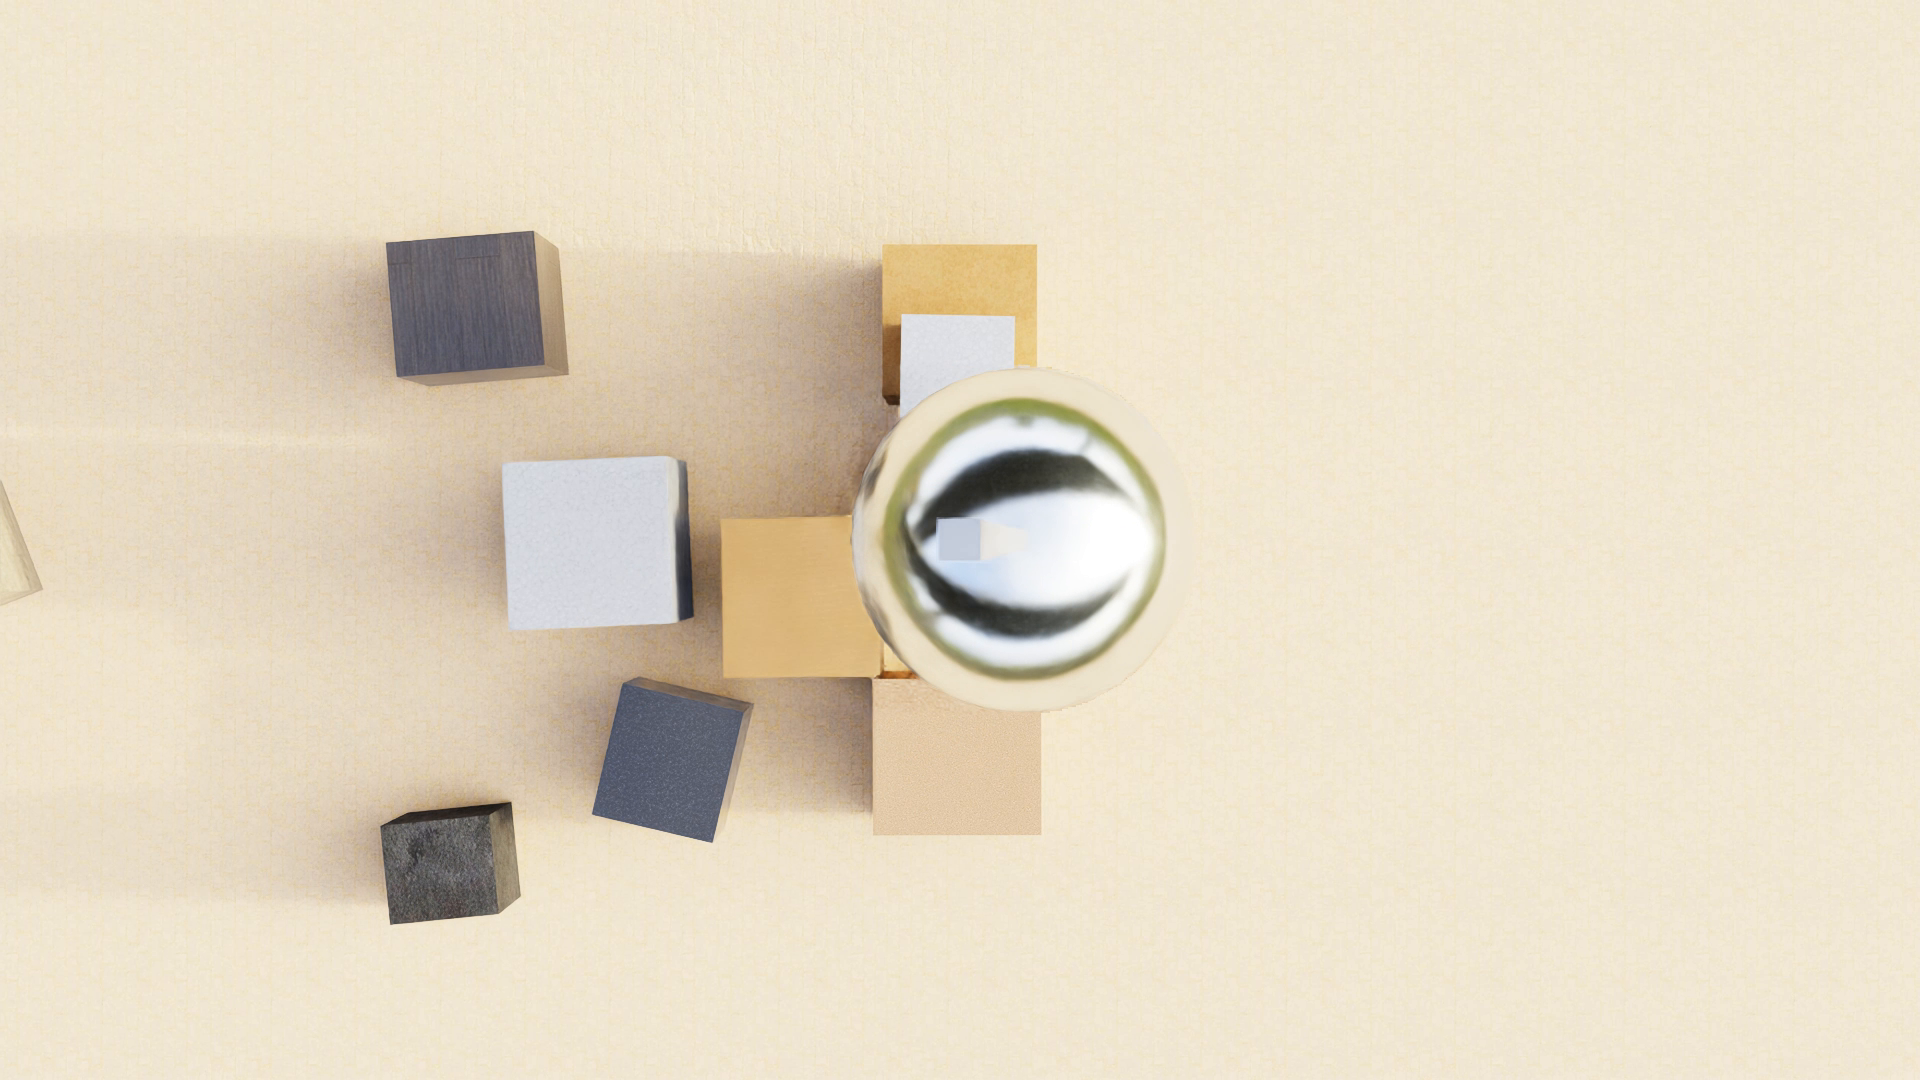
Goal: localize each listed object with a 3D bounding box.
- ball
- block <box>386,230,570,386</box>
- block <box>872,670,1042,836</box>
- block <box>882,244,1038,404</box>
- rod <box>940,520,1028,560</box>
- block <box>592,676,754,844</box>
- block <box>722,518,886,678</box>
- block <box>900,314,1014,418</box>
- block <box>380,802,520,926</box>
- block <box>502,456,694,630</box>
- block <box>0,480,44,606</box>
[{"bbox_3d":[0.290,0.000,10.199,1.600,1.600,1.600,0,90,0],"label":"ball"},{"bbox_3d":[-2.755,-1.316,12.621,0.829,0.758,0.752,-5,90,0],"label":"block"},{"bbox_3d":[-0.015,1.203,12.580,0.931,0.840,0.861,0,90,0],"label":"block"},{"bbox_3d":[-0.001,-1.216,12.569,0.853,0.862,0.833,0,90,0],"label":"block"},{"bbox_3d":[0.125,0.000,6.803,0.080,5.200,0.080,0,90,3],"label":"rod"},{"bbox_3d":[-1.645,1.257,12.685,0.700,0.631,0.759,13,90,0],"label":"block"},{"bbox_3d":[-0.883,0.318,12.588,0.868,0.824,0.882,-1,90,0],"label":"block"},{"bbox_3d":[-0.015,-0.833,11.844,0.595,0.588,0.695,1,90,0],"label":"block"},{"bbox_3d":[-2.930,1.859,12.690,0.617,0.621,0.561,-6,90,0],"label":"block"},{"bbox_3d":[-2.044,0.017,12.533,0.902,0.935,0.919,-3,90,0],"label":"block"},{"bbox_3d":[-5.846,0.086,12.670,0.650,0.660,0.696,-21,90,0],"label":"block"}]
